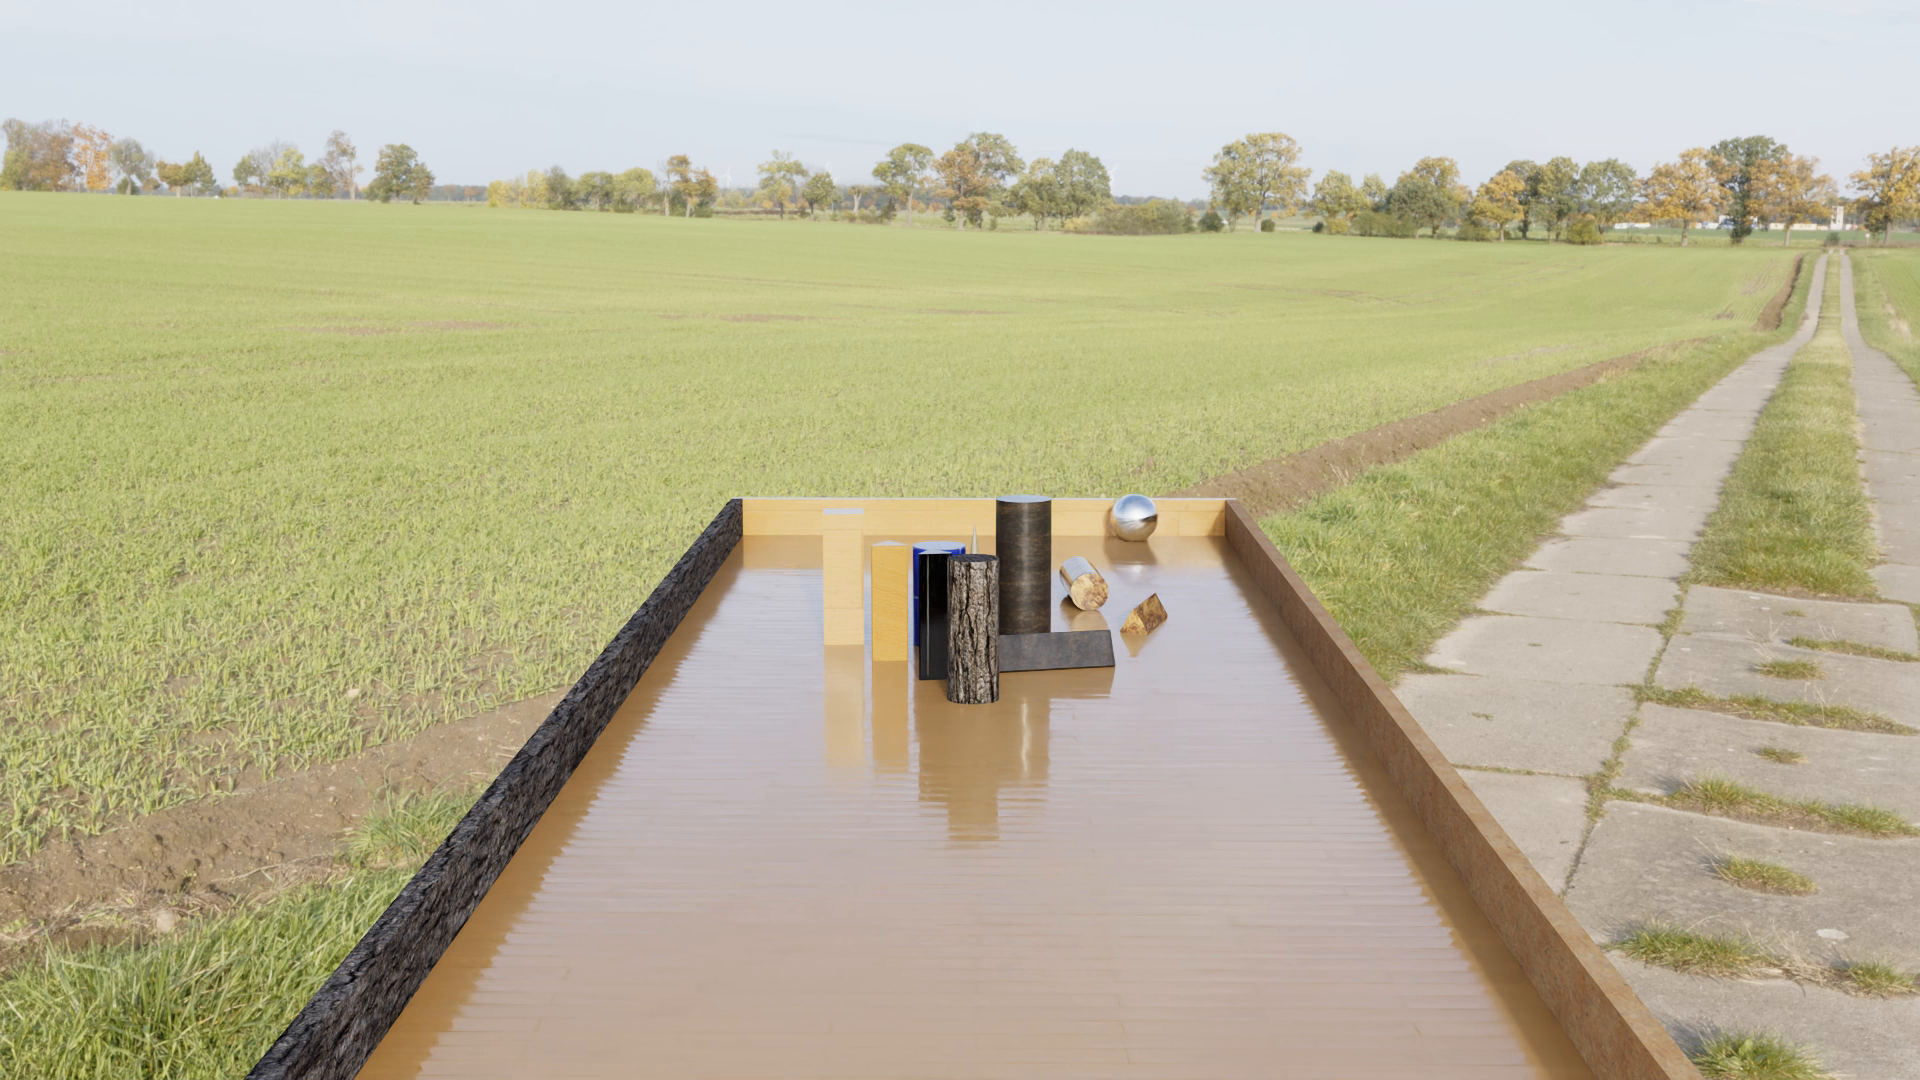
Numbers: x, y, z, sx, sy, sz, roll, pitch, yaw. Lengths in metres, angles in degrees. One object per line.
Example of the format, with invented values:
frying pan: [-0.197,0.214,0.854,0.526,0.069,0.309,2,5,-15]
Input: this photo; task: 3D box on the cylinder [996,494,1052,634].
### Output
cylinder: [0.200,0.095,6.948,0.177,0.457,0.177,0,9,0]

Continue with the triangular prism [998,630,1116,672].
triangular prism: [0.253,0.328,6.602,0.413,0.101,0.116,-2,10,-14]

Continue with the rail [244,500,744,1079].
rail: [-1.004,0.839,3.234,0.050,0.150,12.000,0,9,1]

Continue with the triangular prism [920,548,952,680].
triangular prism: [-0.078,0.217,6.444,0.097,0.374,0.084,-2,9,-11]

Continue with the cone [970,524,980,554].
cone: [0.044,0.153,6.686,0.123,0.425,0.123,0,9,0]

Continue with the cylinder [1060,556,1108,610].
cylinder: [0.429,0.150,7.652,0.130,0.130,0.354,-1,9,-4]

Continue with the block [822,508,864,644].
block: [-0.368,0.114,6.962,0.127,0.415,0.127,0,9,-2]

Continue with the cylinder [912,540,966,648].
cylinder: [-0.065,0.172,6.916,0.167,0.316,0.167,0,9,0]

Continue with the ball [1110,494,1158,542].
ball: [0.711,-0.091,8.960,0.196,0.196,0.196,0,9,0]

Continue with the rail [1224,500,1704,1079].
rail: [1.046,0.843,3.208,0.050,0.150,12.000,0,9,1]

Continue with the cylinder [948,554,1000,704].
cylinder: [0.037,0.248,6.160,0.145,0.401,0.145,0,9,0]

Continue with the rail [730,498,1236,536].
rail: [0.099,-0.098,9.147,2.100,0.150,0.050,0,9,1]

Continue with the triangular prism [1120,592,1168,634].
triangular prism: [0.607,0.237,7.247,0.091,0.079,0.312,2,9,17]

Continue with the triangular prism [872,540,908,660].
triangular prism: [-0.215,0.184,6.713,0.109,0.355,0.094,0,9,-2]
